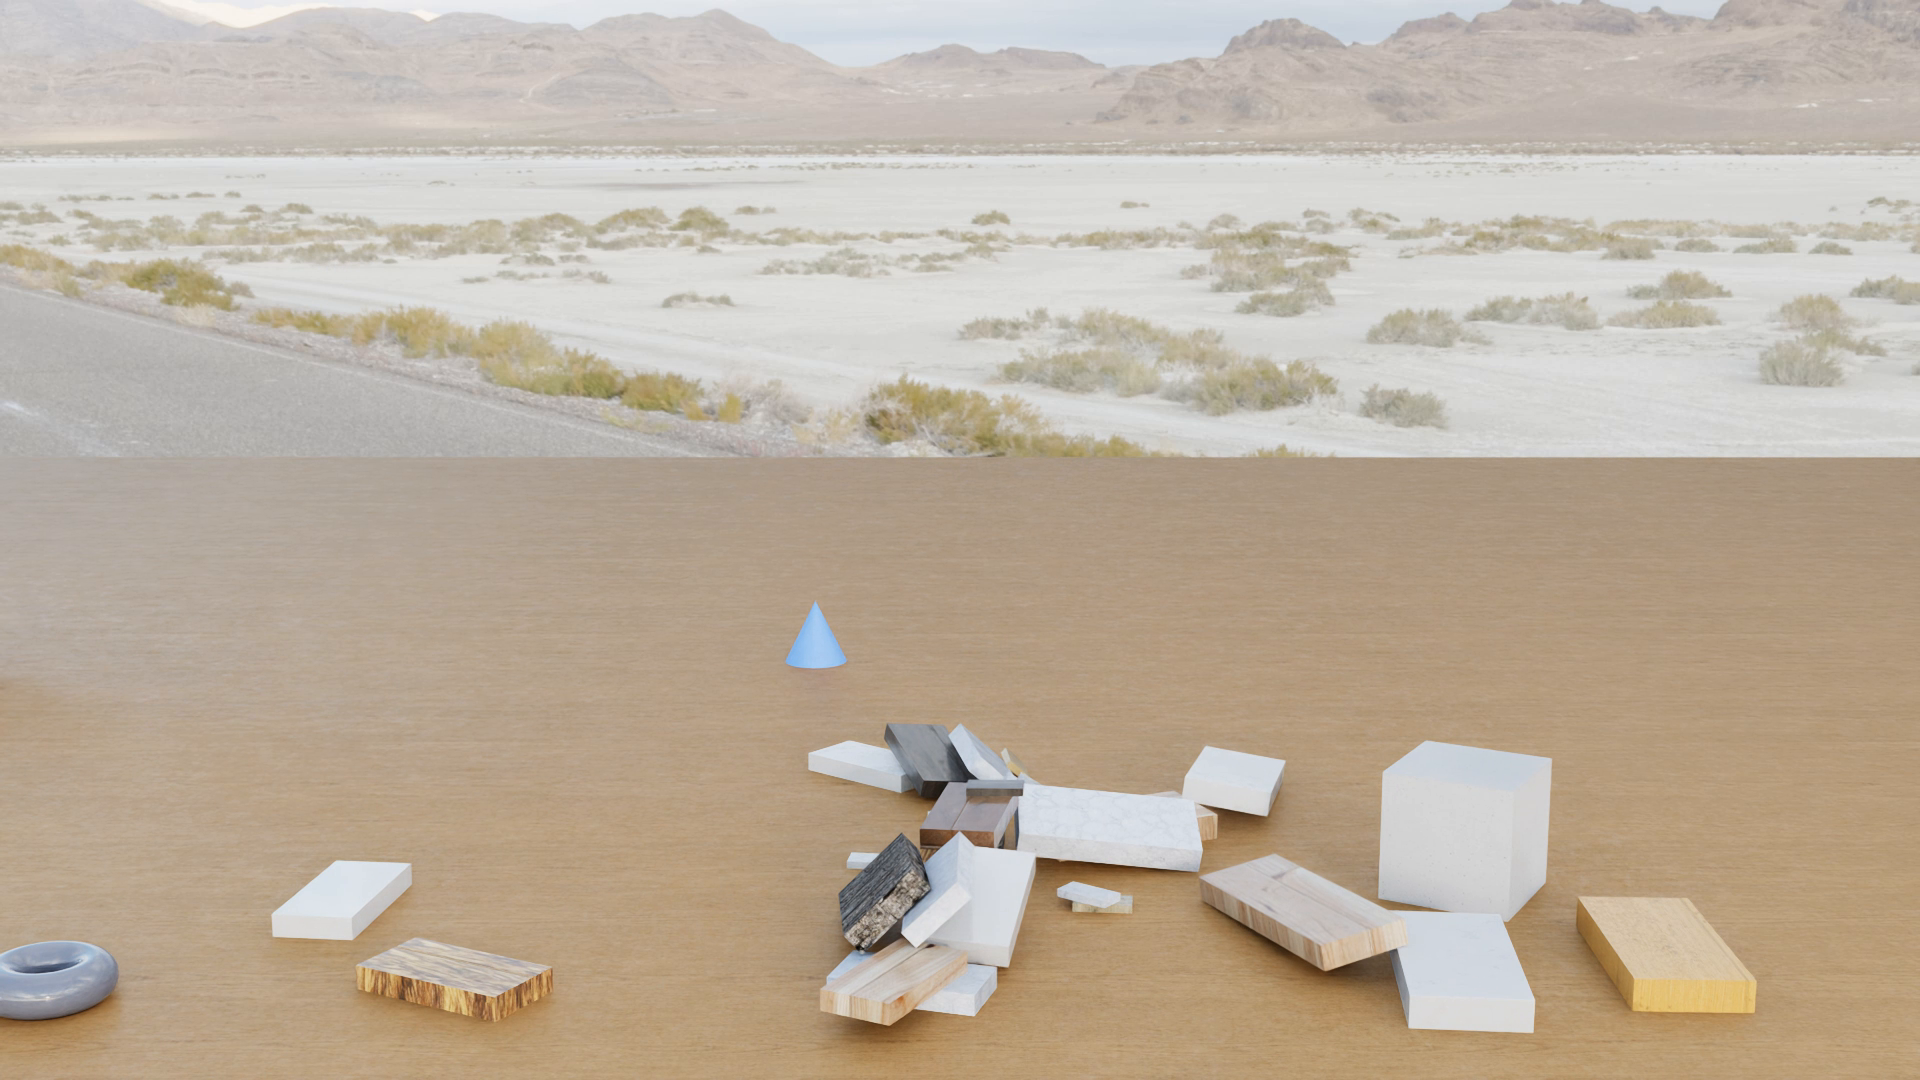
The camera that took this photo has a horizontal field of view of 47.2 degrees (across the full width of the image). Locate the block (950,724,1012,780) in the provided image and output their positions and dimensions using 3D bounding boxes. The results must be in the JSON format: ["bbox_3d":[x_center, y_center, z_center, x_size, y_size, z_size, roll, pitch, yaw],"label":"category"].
[{"bbox_3d":[0.052,0.433,4.218,0.121,0.034,0.243,42,2,-14],"label":"block"}]

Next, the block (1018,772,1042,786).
[{"bbox_3d":[0.140,0.474,4.186,0.050,0.014,0.099,32,5,-11],"label":"block"}]

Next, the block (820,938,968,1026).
[{"bbox_3d":[-0.093,0.634,3.168,0.113,0.032,0.227,6,12,28],"label":"block"}]

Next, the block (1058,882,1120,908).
[{"bbox_3d":[0.211,0.581,3.604,0.094,0.013,0.047,8,13,37],"label":"block"}]

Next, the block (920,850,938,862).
[{"bbox_3d":[-0.006,0.574,3.499,0.123,0.035,0.247,0,25,-1],"label":"block"}]

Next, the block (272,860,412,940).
[{"bbox_3d":[-1.005,0.586,3.589,0.131,0.037,0.262,1,11,6],"label":"block"}]

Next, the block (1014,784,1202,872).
[{"bbox_3d":[0.255,0.499,3.826,0.316,0.045,0.158,6,26,-3],"label":"block"}]

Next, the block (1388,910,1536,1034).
[{"bbox_3d":[0.739,0.638,3.275,0.174,0.049,0.347,1,11,5],"label":"block"}]

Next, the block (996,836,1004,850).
[{"bbox_3d":[0.003,0.543,3.648,0.123,0.035,0.247,3,25,5],"label":"block"}]

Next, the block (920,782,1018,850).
[{"bbox_3d":[0.018,0.465,3.707,0.123,0.035,0.247,1,12,11],"label":"block"}]

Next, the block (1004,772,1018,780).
[{"bbox_3d":[0.053,0.481,3.920,0.019,0.137,0.068,36,11,-3],"label":"block"}]

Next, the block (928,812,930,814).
[{"bbox_3d":[-0.030,0.517,4.025,0.049,0.014,0.097,-1,11,-7],"label":"block"}]

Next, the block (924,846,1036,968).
[{"bbox_3d":[0.033,0.567,3.428,0.131,0.037,0.262,5,25,10],"label":"block"}]

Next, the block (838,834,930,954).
[{"bbox_3d":[-0.121,0.550,3.443,0.144,0.041,0.287,-44,6,-1],"label":"block"}]

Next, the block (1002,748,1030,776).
[{"bbox_3d":[0.109,0.443,4.341,0.050,0.014,0.099,40,5,-10],"label":"block"}]

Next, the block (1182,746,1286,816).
[{"bbox_3d":[0.520,0.453,4.153,0.158,0.045,0.316,10,7,12],"label":"block"}]

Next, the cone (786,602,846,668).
[{"bbox_3d":[-0.346,0.218,5.270,0.147,0.147,0.147,0,11,0],"label":"cone"}]

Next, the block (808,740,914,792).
[{"bbox_3d":[-0.169,0.447,4.347,0.243,0.034,0.122,9,14,39],"label":"block"}]

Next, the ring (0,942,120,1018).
[{"bbox_3d":[-1.334,0.642,3.213,0.197,0.066,0.197,1,11,0],"label":"ring"}]

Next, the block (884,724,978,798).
[{"bbox_3d":[-0.053,0.427,4.275,0.121,0.034,0.243,4,21,-21],"label":"block"}]

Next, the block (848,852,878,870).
[{"bbox_3d":[-0.145,0.557,3.810,0.094,0.013,0.047,1,11,7],"label":"block"}]

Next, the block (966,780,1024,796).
[{"bbox_3d":[0.061,0.426,3.774,0.097,0.014,0.049,0,12,4],"label":"block"}]

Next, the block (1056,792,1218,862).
[{"bbox_3d":[0.286,0.513,3.959,0.316,0.045,0.158,-5,11,-23],"label":"block"}]

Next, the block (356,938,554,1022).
[{"bbox_3d":[-0.748,0.648,3.254,0.262,0.037,0.131,6,12,28],"label":"block"}]

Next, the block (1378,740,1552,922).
[{"bbox_3d":[0.842,0.480,3.664,0.218,0.218,0.218,6,12,30],"label":"block"}]

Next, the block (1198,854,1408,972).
[{"bbox_3d":[0.533,0.581,3.464,0.144,0.041,0.412,-14,10,-18],"label":"block"}]

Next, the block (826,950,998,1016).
[{"bbox_3d":[-0.070,0.653,3.244,0.227,0.032,0.113,3,11,17],"label":"block"}]

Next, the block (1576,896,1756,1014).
[{"bbox_3d":[1.066,0.626,3.341,0.174,0.049,0.347,0,11,2],"label":"block"}]

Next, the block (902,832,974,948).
[{"bbox_3d":[-0.033,0.531,3.359,0.113,0.032,0.244,-43,7,8],"label":"block"}]

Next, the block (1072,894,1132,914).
[{"bbox_3d":[0.234,0.595,3.602,0.097,0.014,0.049,1,11,5],"label":"block"}]
